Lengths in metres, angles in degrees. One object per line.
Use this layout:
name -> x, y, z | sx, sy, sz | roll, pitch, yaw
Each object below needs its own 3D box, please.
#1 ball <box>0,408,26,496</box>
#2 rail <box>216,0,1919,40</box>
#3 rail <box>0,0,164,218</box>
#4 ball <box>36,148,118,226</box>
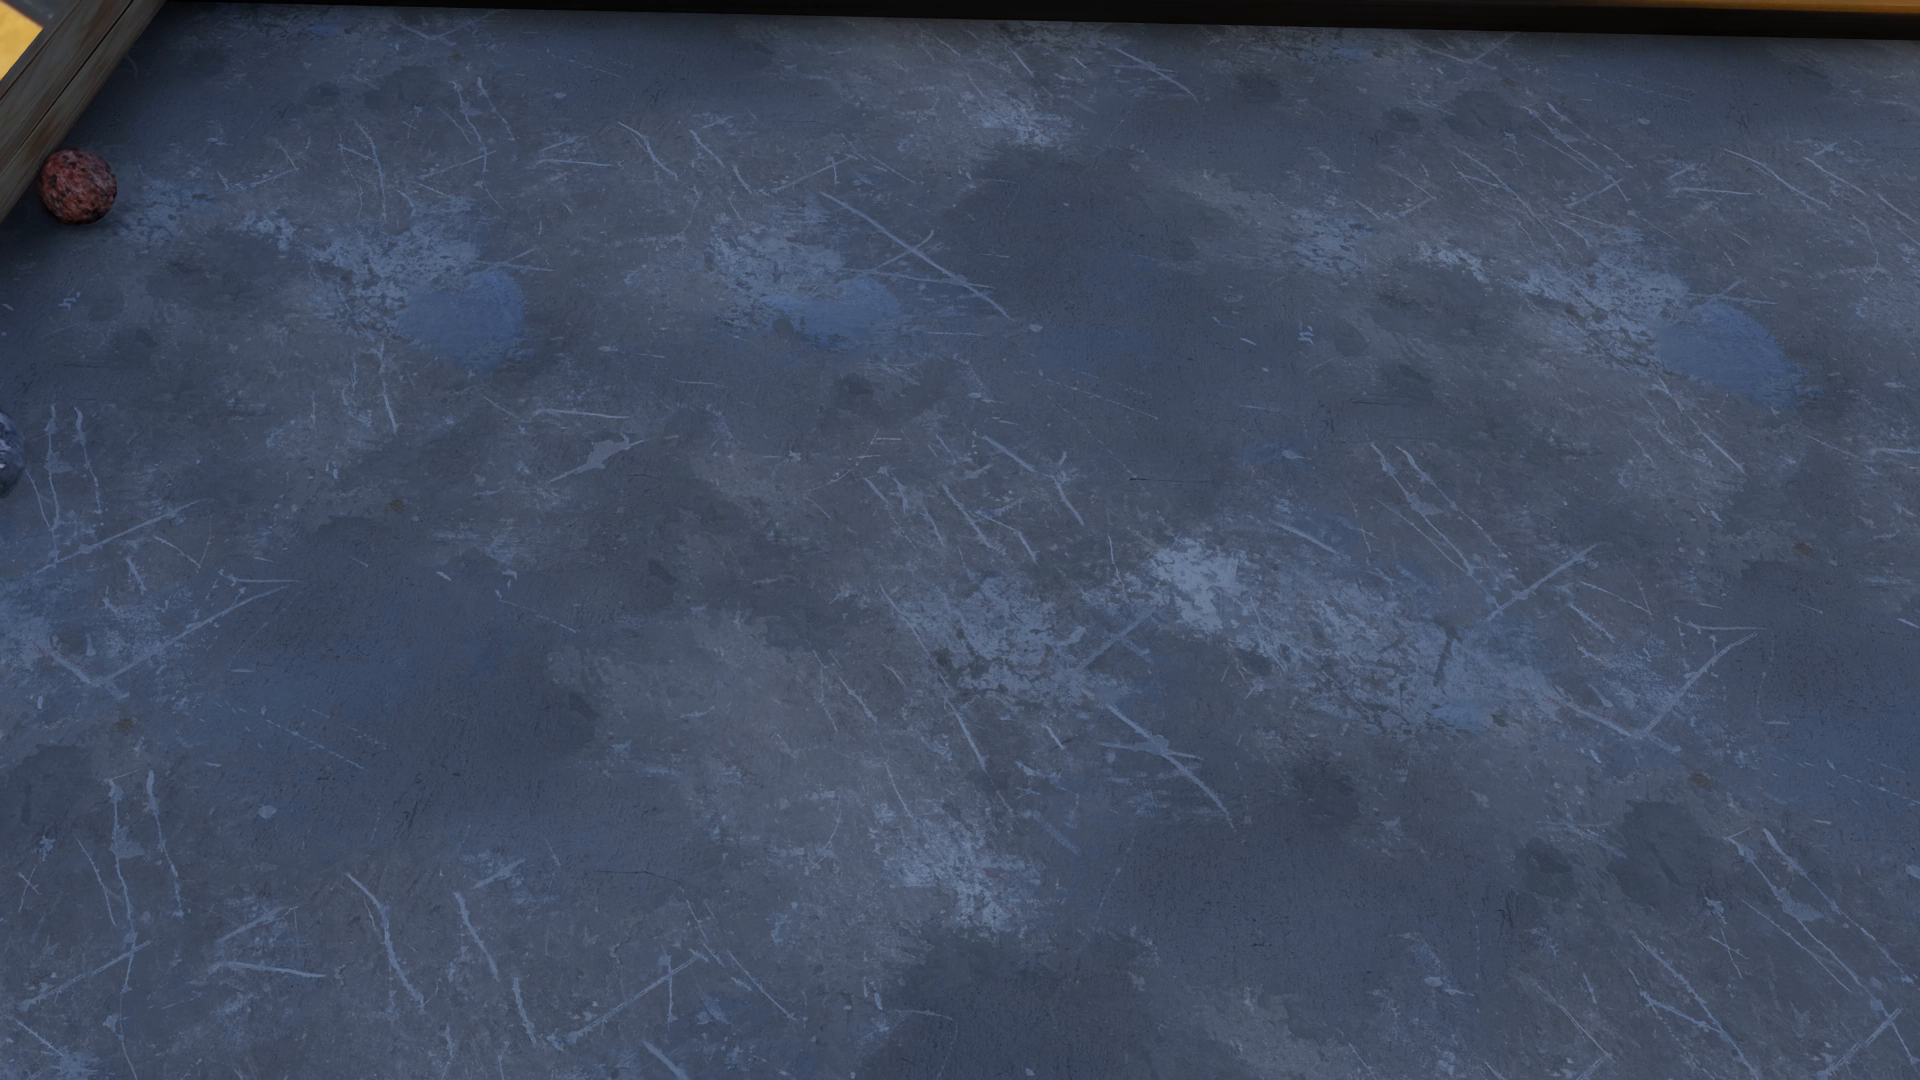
ball -> -0.709, -0.063, 1.834 | 0.077, 0.077, 0.077 | 0, 36, 0
rail -> 0.896, -0.515, 2.443 | 3.397, 0.100, 0.045 | 2, 36, 3
rail -> -0.824, -0.042, 1.784 | 0.045, 0.100, 1.853 | 2, 36, 3
ball -> -0.748, -0.299, 2.175 | 0.065, 0.065, 0.065 | 0, 36, 0
